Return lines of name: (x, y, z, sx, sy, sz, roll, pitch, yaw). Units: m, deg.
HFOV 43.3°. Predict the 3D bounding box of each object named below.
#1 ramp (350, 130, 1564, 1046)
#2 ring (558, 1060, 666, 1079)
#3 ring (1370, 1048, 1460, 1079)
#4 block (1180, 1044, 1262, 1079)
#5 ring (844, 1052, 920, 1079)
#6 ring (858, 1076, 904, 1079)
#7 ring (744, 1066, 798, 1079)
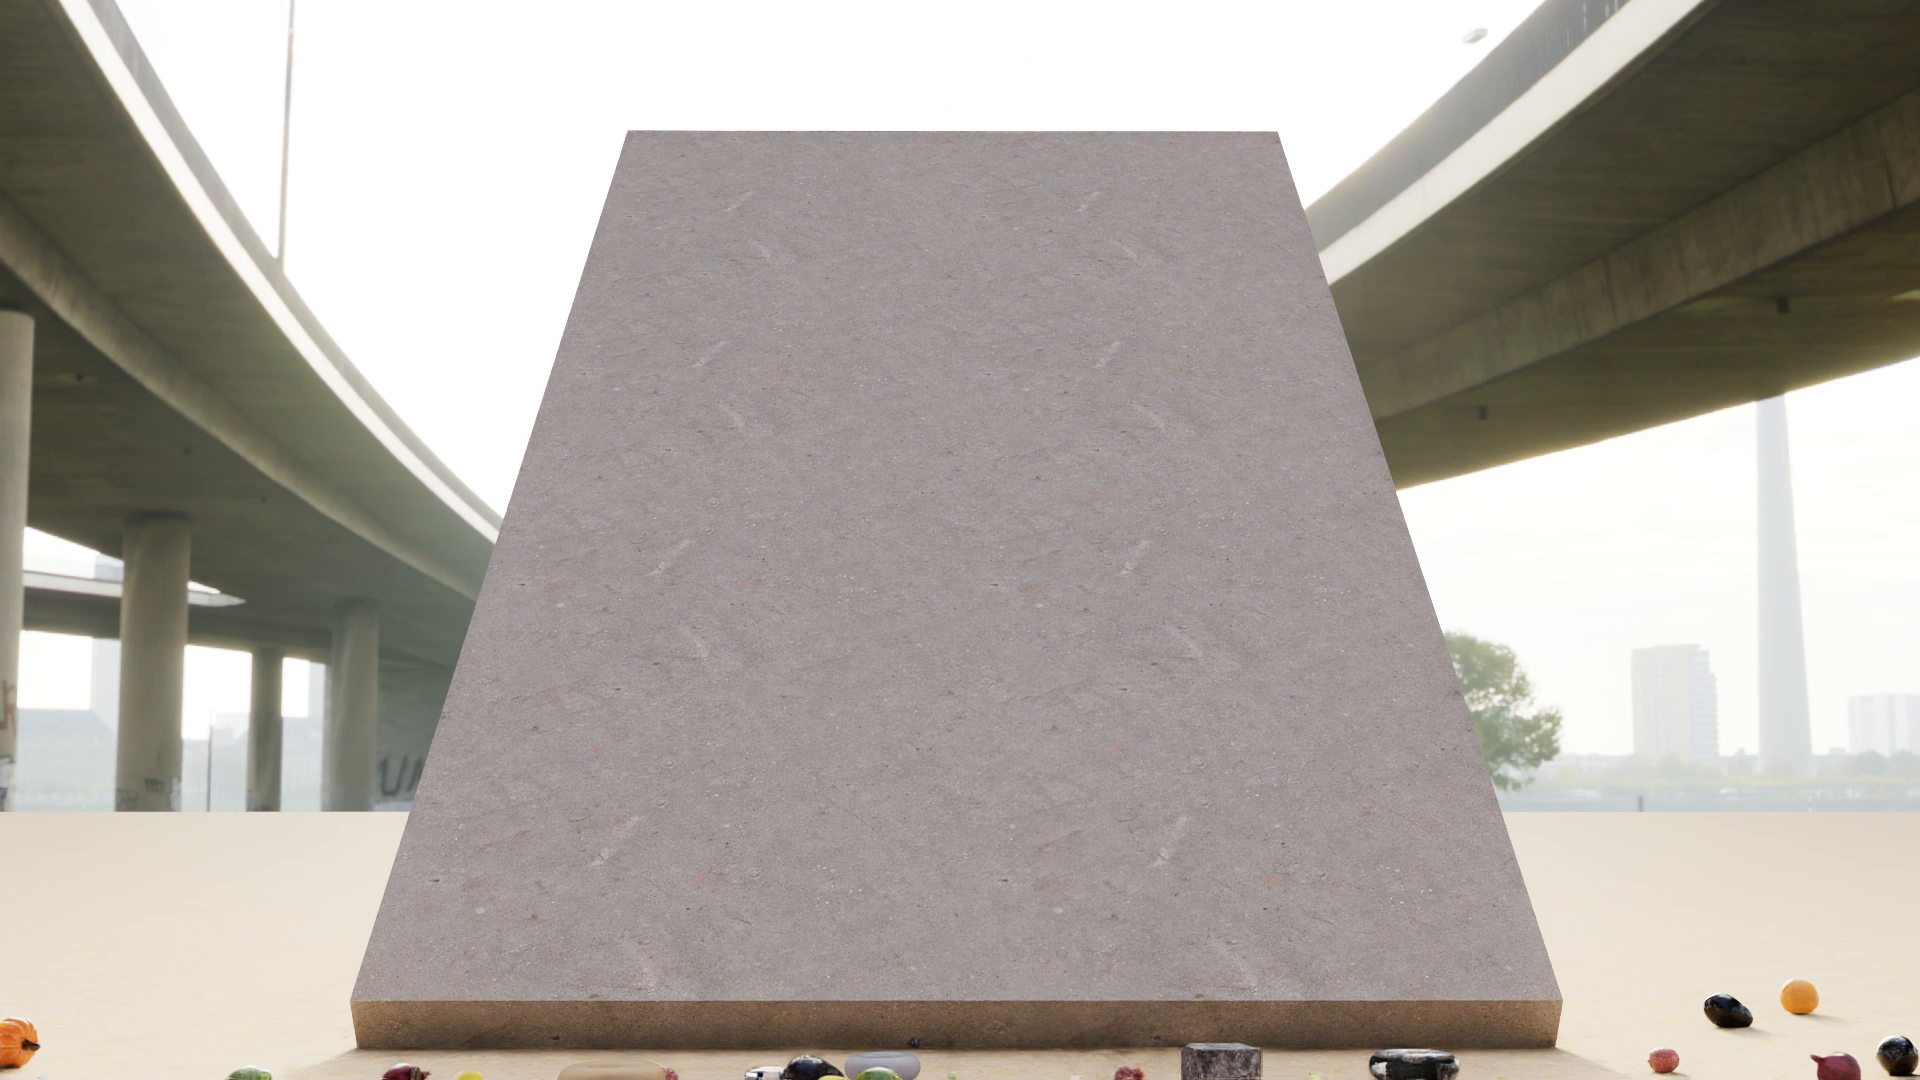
ramp: (-0.013, -0.207, 5.740, 2.000, 0.100, 4.000, 0, 30, 0)
ring: (-0.476, 0.740, 3.306, 0.149, 0.050, 0.149, -1, -6, 0)
ring: (0.663, 0.769, 3.534, 0.131, 0.044, 0.131, 0, -7, 0)
block: (0.345, 0.712, 3.202, 0.082, 0.082, 0.082, 2, -6, -15)
ring: (-0.113, 0.773, 3.544, 0.112, 0.037, 0.112, -1, -5, 0)
ring: (-0.110, 0.757, 3.347, 0.078, 0.026, 0.078, -1, -6, 0)
ring: (-0.270, 0.770, 3.469, 0.078, 0.026, 0.078, 1, -7, 0)
